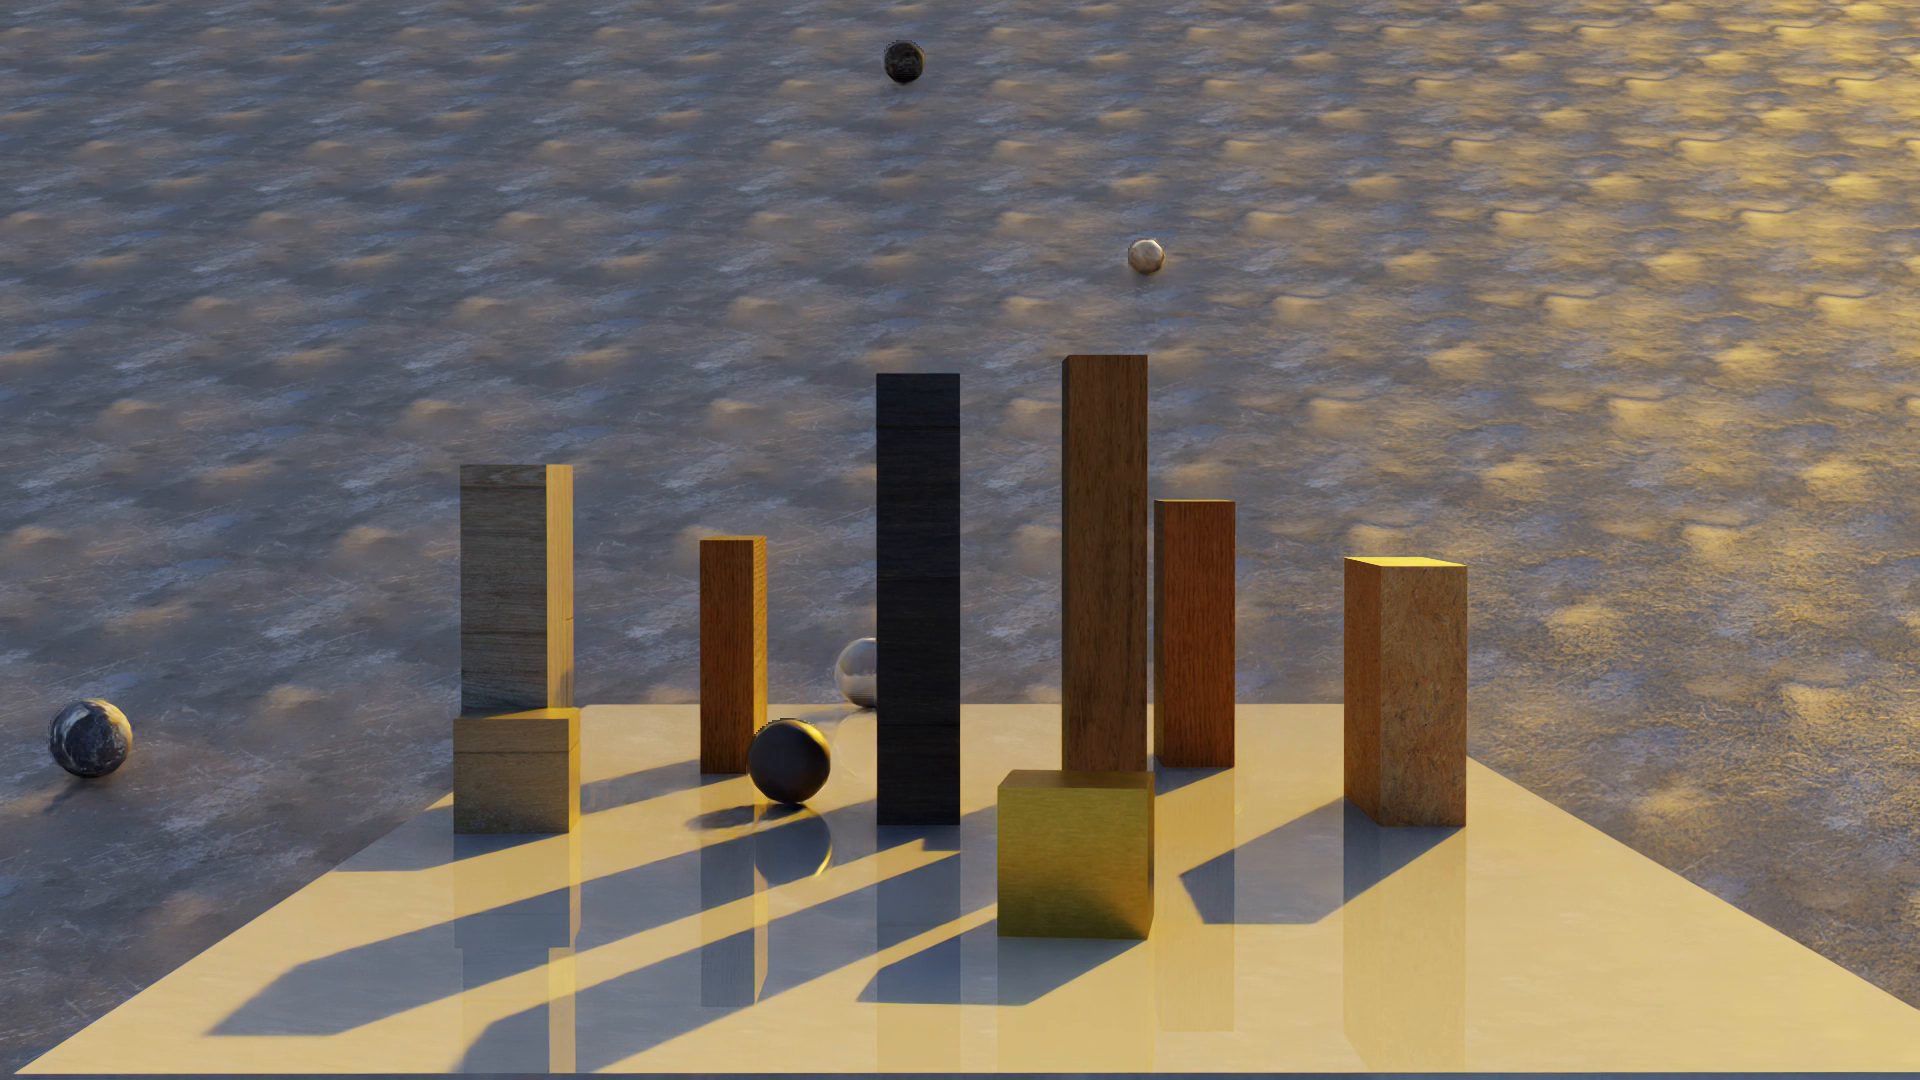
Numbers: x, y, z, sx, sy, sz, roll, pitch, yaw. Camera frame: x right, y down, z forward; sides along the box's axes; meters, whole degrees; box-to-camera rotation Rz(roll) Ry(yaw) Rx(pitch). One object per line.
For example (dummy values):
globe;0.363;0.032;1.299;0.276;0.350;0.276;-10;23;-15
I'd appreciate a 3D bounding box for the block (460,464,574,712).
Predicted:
block;-0.783;0.170;4.576;0.148;0.607;0.300;0;2;0

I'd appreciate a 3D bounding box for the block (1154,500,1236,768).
block;0.480;0.186;5.298;0.143;0.534;0.260;0;2;0

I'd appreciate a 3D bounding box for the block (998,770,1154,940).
block;0.155;0.410;3.388;0.192;0.192;0.192;0;2;7

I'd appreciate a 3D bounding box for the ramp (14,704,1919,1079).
ramp;0.058;0.523;4.562;2.000;0.100;4.000;0;2;0

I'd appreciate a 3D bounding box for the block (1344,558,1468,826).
block;0.775;0.256;4.517;0.144;0.437;0.409;0;2;0

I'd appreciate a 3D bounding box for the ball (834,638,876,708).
ball;-0.225;0.332;6.457;0.177;0.177;0.177;0;25;0

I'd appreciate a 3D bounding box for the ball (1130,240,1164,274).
ball;0.707;-1.070;9.751;0.131;0.131;0.131;0;25;0

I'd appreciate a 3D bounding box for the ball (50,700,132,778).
ball;-2.154;0.492;6.389;0.195;0.195;0.195;0;25;0

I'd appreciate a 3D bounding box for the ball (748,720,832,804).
ball;-0.305;0.398;4.621;0.149;0.149;0.149;0;25;0

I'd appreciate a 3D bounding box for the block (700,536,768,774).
block;-0.458;0.225;5.232;0.105;0.460;0.348;0;2;0

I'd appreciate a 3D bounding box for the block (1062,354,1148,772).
block;0.239;0.089;4.304;0.127;0.783;0.278;0;2;0

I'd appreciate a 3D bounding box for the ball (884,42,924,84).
ball;-0.264;-2.254;12.175;0.191;0.191;0.191;0;25;0

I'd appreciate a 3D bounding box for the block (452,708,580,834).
block;-0.743;0.386;4.333;0.189;0.189;0.189;0;2;-3

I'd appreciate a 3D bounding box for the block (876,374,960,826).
block;-0.070;0.095;4.522;0.140;0.759;0.394;0;2;0

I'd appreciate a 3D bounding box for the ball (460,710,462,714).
ball;-1.023;0.401;5.626;0.142;0.142;0.142;0;25;0
